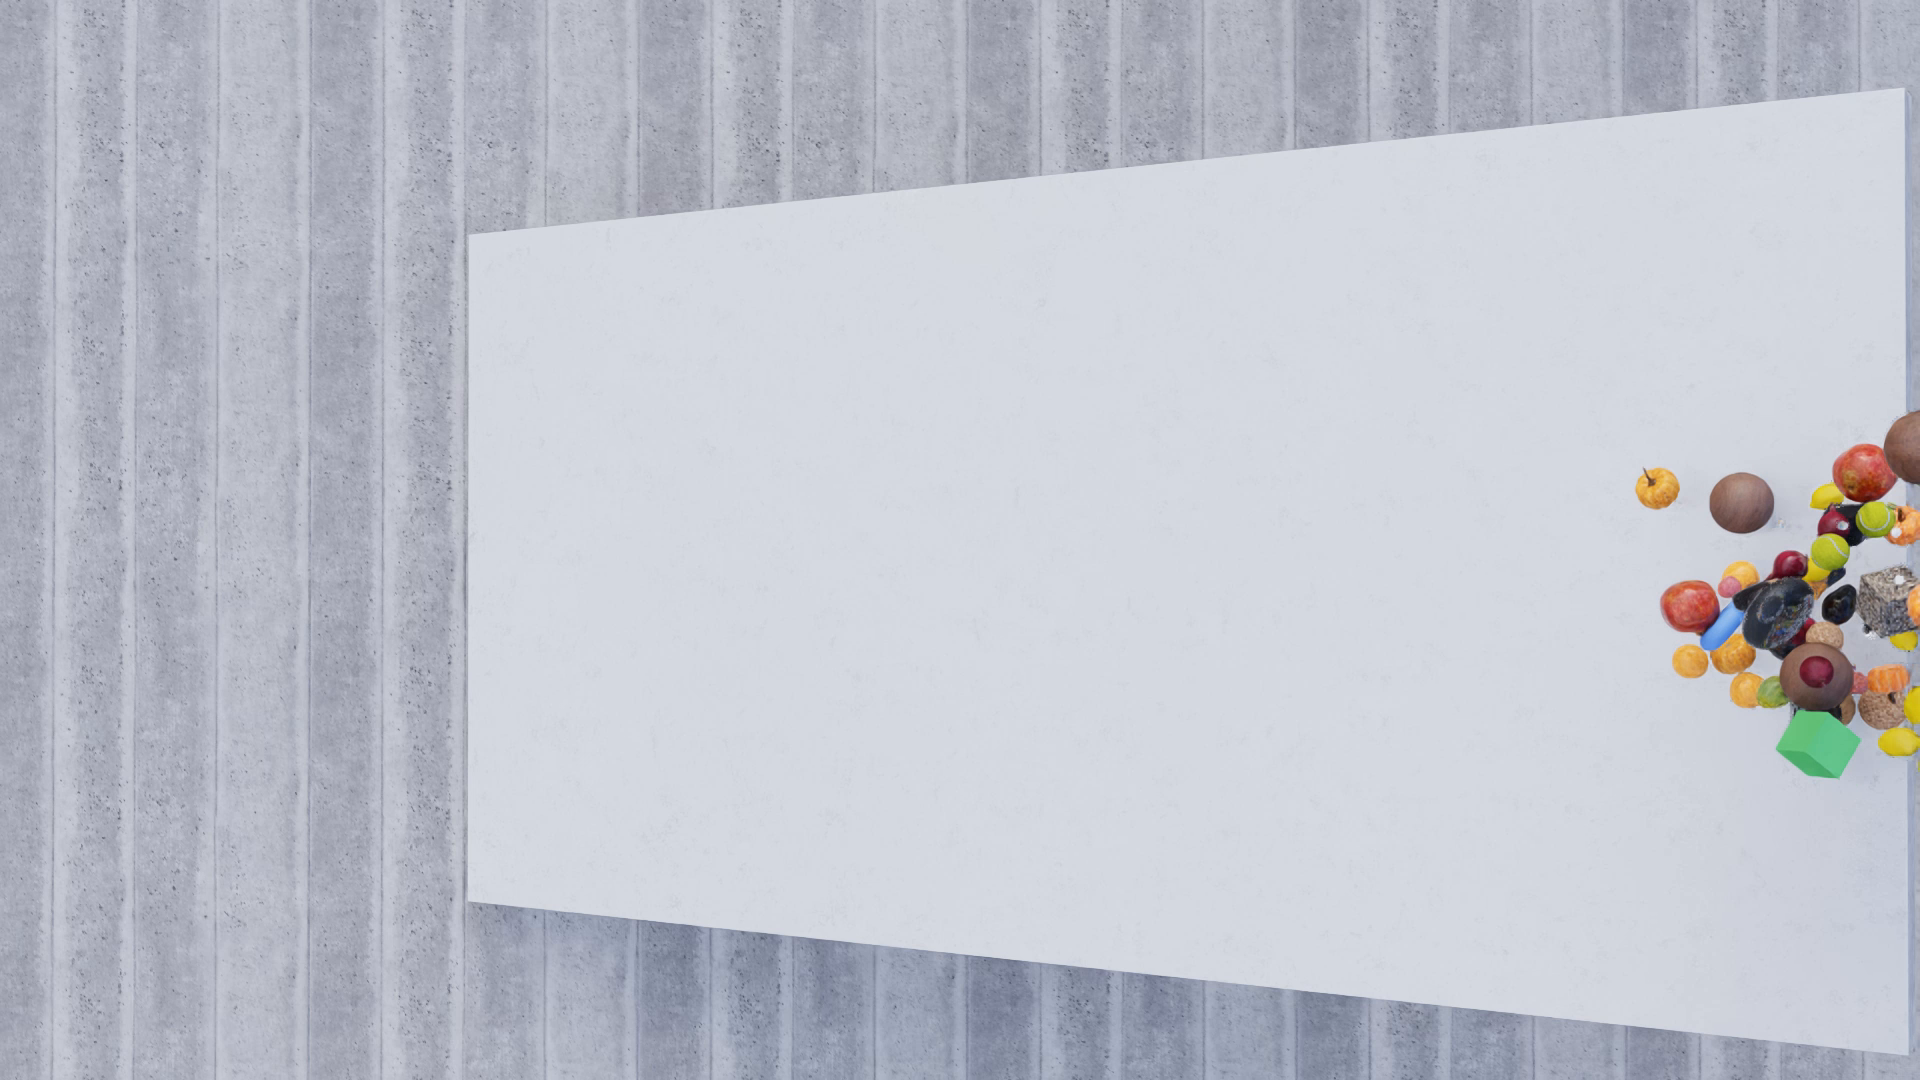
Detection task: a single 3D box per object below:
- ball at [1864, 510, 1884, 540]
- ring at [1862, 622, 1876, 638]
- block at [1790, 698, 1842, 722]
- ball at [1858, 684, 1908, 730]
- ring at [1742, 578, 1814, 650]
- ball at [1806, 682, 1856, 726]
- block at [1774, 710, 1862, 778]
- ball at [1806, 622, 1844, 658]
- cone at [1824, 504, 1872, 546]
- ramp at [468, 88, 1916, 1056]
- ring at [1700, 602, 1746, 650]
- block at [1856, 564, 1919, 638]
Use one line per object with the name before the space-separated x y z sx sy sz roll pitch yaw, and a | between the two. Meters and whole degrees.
ball | 1.806 -0.031 4.379 0.060 0.060 0.060 0 89 0
ring | 1.880 0.159 4.491 0.031 0.093 0.093 38 90 8
block | 1.698 0.365 4.366 0.087 0.087 0.087 0 98 17
ball | 1.869 0.338 4.453 0.094 0.094 0.094 0 89 0
ring | 1.445 0.130 3.884 0.147 0.147 0.049 -40 48 0
ball | 1.759 0.337 4.447 0.098 0.098 0.098 0 89 0
block | 1.577 0.376 4.041 0.087 0.087 0.087 37 79 -12
ball | 1.650 0.189 4.196 0.069 0.069 0.069 0 89 0
cone | 1.732 -0.048 4.240 0.093 0.093 0.093 4 66 -10
ramp | 0.266 0.073 5.615 4.000 0.100 2.000 0 89 31
ring | 1.510 0.171 4.354 0.039 0.116 0.116 41 90 11
block | 1.569 0.104 3.699 0.079 0.079 0.079 -13 127 -6
